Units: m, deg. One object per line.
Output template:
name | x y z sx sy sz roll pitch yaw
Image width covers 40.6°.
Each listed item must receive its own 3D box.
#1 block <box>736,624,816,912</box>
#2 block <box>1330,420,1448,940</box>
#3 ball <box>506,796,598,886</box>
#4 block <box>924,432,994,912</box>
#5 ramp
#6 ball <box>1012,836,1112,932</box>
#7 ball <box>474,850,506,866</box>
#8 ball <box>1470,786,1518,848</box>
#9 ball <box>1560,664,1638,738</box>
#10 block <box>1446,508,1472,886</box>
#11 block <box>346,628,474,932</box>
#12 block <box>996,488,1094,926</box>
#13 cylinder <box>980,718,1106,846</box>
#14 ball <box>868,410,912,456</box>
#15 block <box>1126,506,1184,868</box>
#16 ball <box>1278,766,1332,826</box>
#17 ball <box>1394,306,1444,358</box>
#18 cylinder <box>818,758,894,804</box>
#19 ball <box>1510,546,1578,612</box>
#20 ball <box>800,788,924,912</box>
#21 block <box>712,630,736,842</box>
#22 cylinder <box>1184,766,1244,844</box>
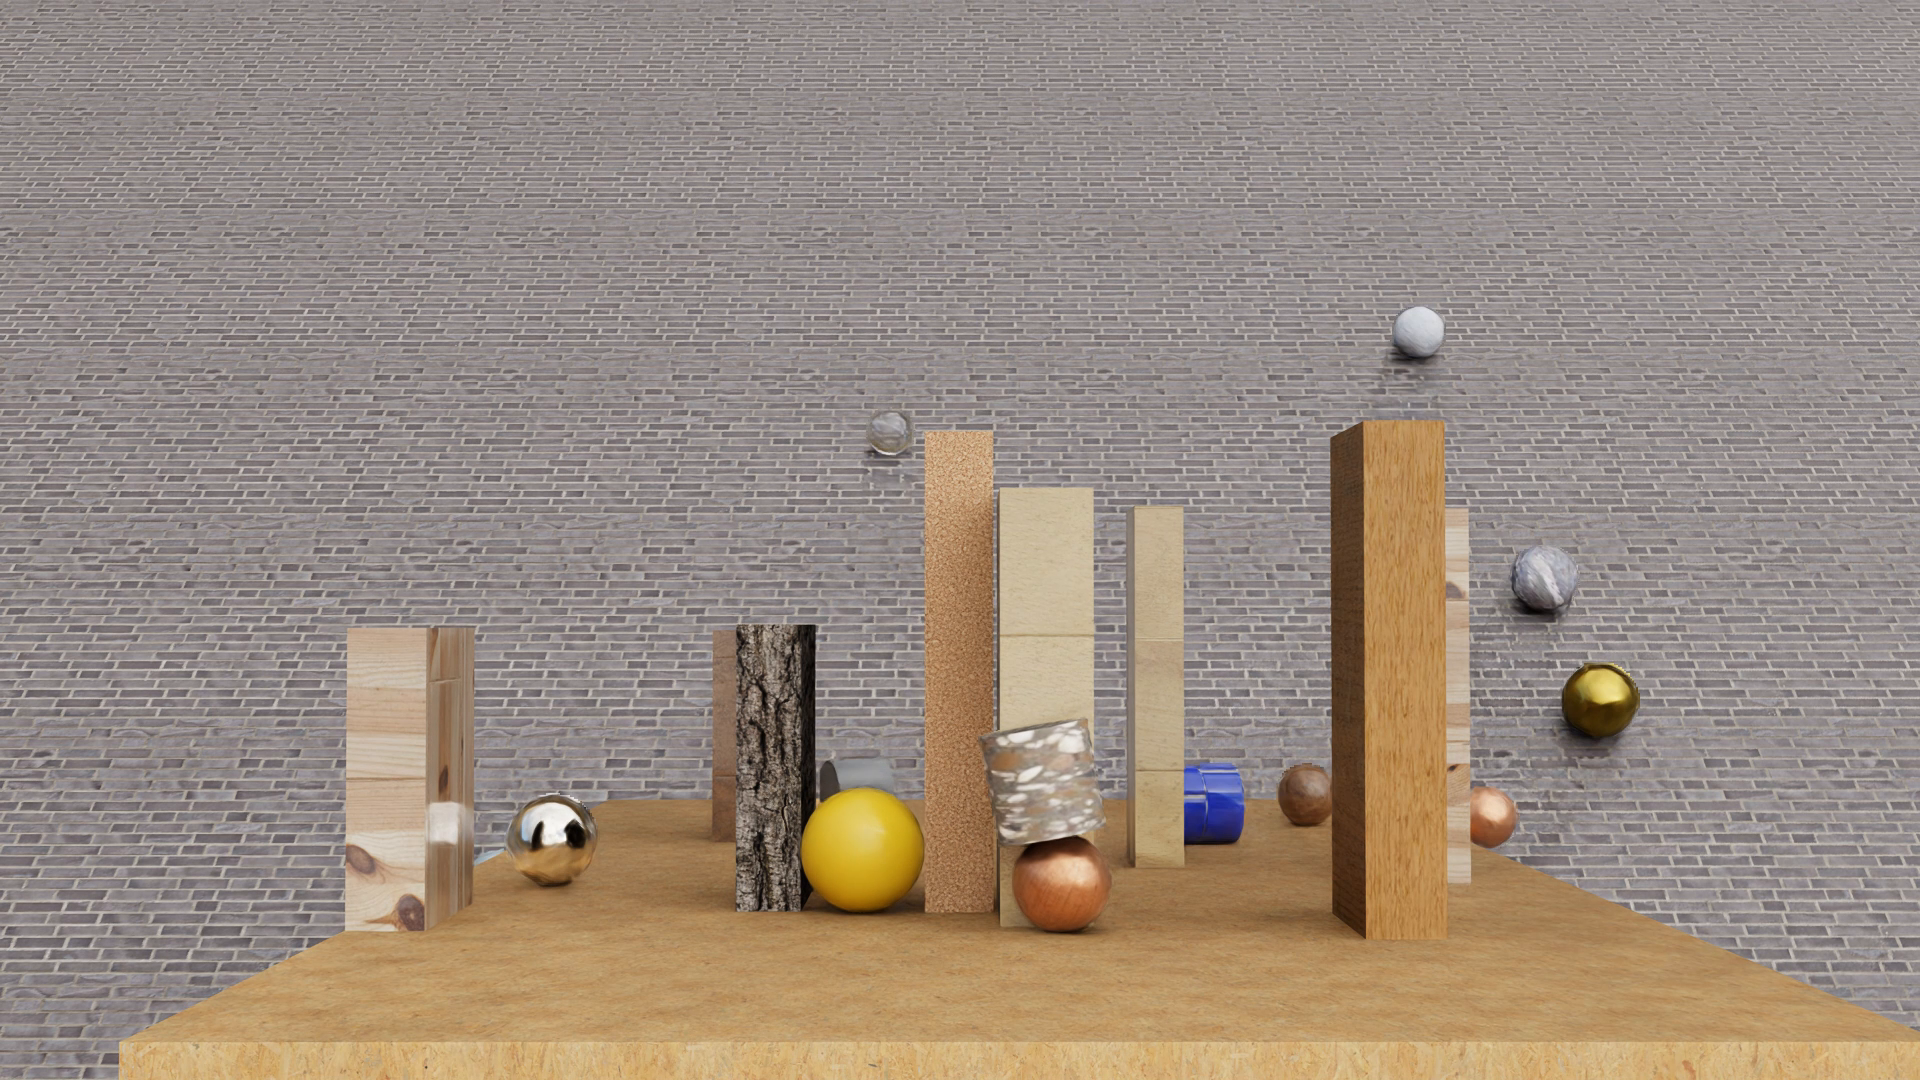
block | -0.307 0.371 4.366 0.104 0.459 0.409 0 -2 0
block | 0.651 0.209 3.966 0.119 0.756 0.343 0 -2 0
ball | -0.716 0.528 4.561 0.159 0.159 0.159 0 35 0
block | -0.002 0.215 4.314 0.109 0.768 0.328 0 -2 0
ramp | 0.078 0.667 4.846 2.000 0.100 4.000 0 -2 0
ball | 0.152 0.511 3.872 0.148 0.148 0.148 0 35 0
ball | -1.100 0.817 6.206 0.155 0.155 0.155 0 35 0
ball | 1.159 0.612 5.735 0.138 0.138 0.138 0 35 0
ball | 1.758 0.442 7.148 0.205 0.205 0.205 0 35 0
block | 0.854 0.281 4.724 0.091 0.664 0.280 0 -2 0
block | -0.861 0.365 4.089 0.119 0.453 0.388 0 -2 0
block | 0.132 0.259 4.127 0.143 0.667 0.346 0 -2 0
cylinder | 0.124 0.359 3.870 0.162 0.162 0.162 -11 -2 0
ball | -0.224 -0.344 8.311 0.147 0.147 0.147 0 35 0
block | 0.378 0.281 5.047 0.093 0.685 0.252 0 -2 0
ball | 0.794 0.584 5.939 0.137 0.137 0.137 0 35 0
ball | 1.553 -0.703 8.795 0.173 0.173 0.173 0 35 0
cylinder | -0.234 0.560 5.860 0.130 0.130 0.130 -2 34 -24
ball | 1.714 0.113 7.625 0.191 0.191 0.191 0 35 0
ball | -0.155 0.494 4.149 0.199 0.199 0.199 0 35 0
block | -0.479 0.420 5.662 0.088 0.447 0.344 0 -2 0
cylinder | 0.494 0.555 5.448 0.163 0.163 0.163 0 35 -13
